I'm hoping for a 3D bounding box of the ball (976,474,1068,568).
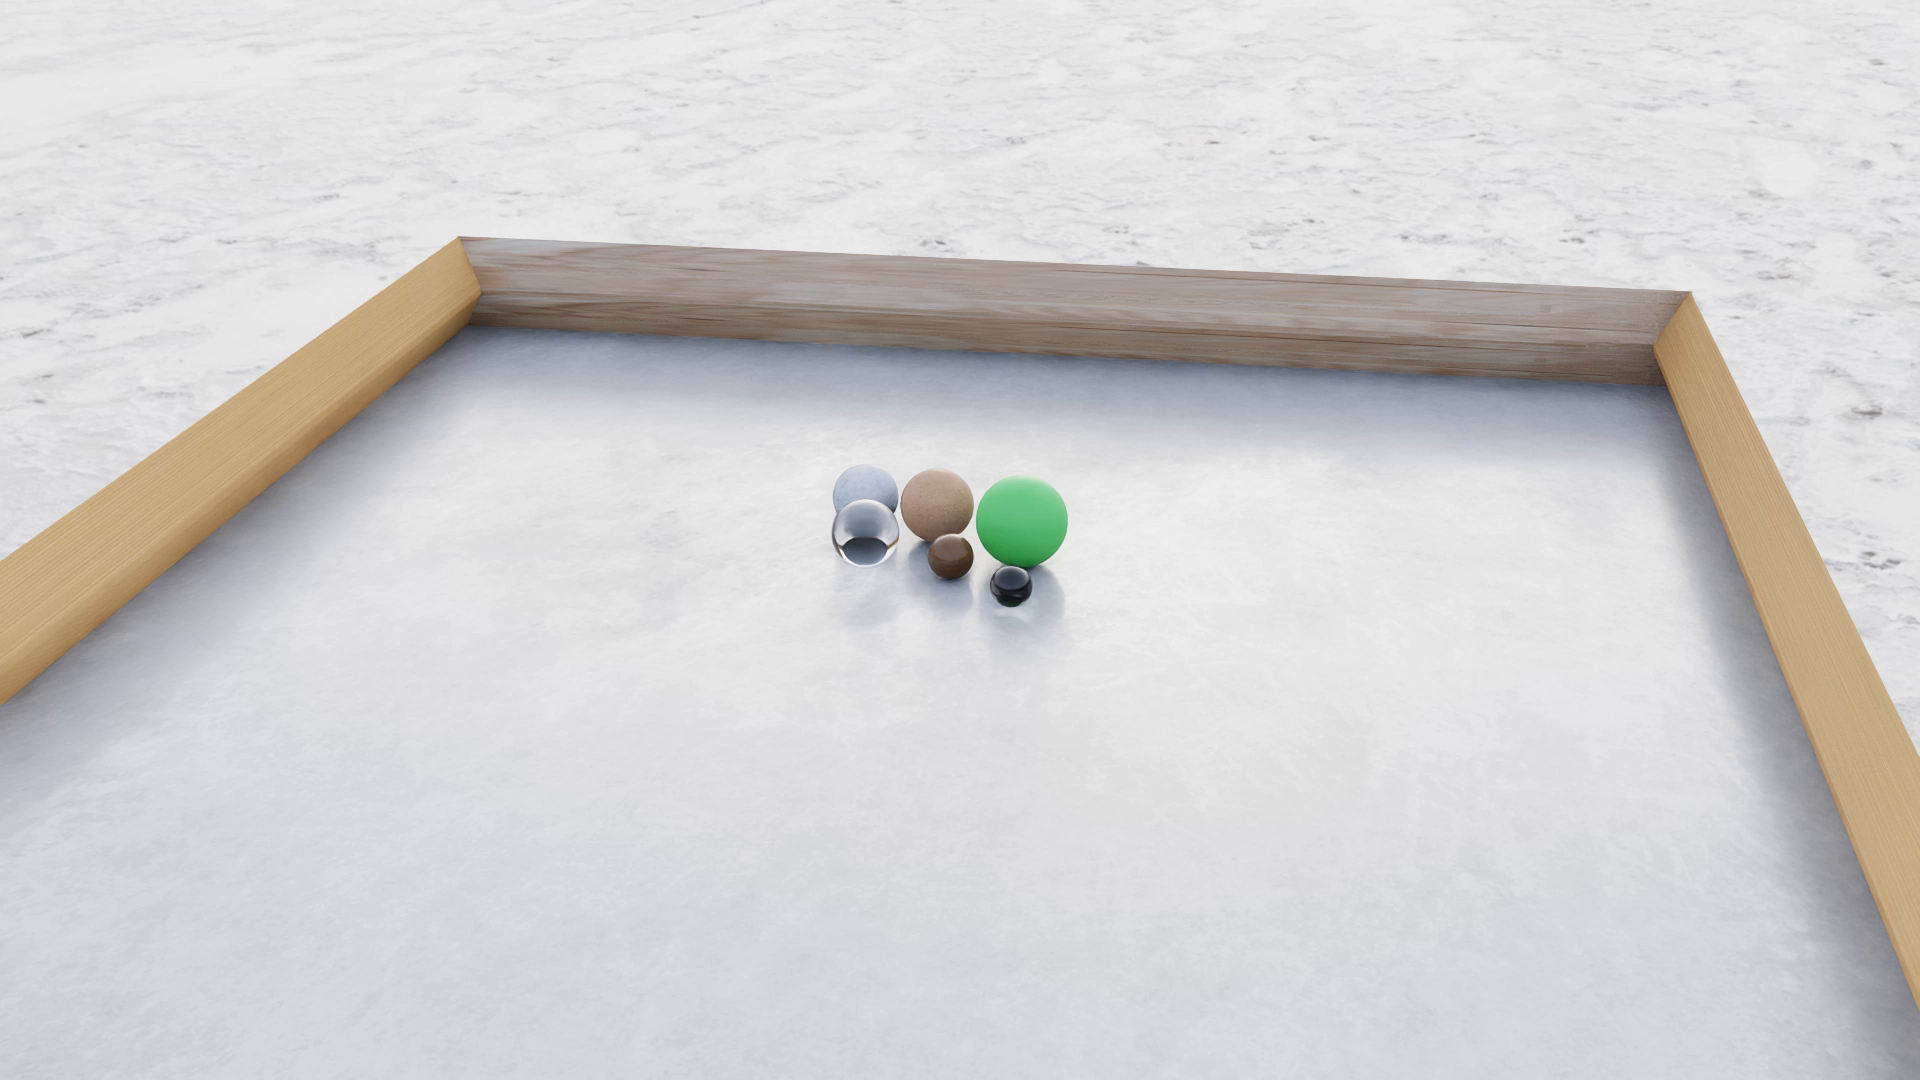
[{"bbox_3d":[0.066,-0.020,2.354,0.099,0.099,0.099,0,23,0],"label":"ball"}]

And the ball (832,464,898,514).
[{"bbox_3d":[-0.105,-0.048,2.452,0.074,0.074,0.074,0,23,0],"label":"ball"}]

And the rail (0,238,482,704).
[{"bbox_3d":[-0.928,0.209,1.775,0.045,0.129,2.990,4,23,9],"label":"rail"}]

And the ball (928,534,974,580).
[{"bbox_3d":[-0.010,0.017,2.330,0.049,0.049,0.049,0,23,0],"label":"ball"}]

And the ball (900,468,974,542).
[{"bbox_3d":[-0.025,-0.038,2.419,0.082,0.082,0.082,0,23,0],"label":"ball"}]

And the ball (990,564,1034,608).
[{"bbox_3d":[0.053,0.047,2.266,0.045,0.045,0.045,0,23,0],"label":"ball"}]

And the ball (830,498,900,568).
[{"bbox_3d":[-0.102,-0.008,2.357,0.074,0.074,0.074,0,23,0],"label":"ball"}]

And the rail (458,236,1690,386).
[{"bbox_3d":[0.117,-0.308,2.989,1.684,0.129,0.045,4,23,9],"label":"rail"}]

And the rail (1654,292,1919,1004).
[{"bbox_3d":[0.687,0.313,1.531,0.045,0.129,2.990,4,23,9],"label":"rail"}]
